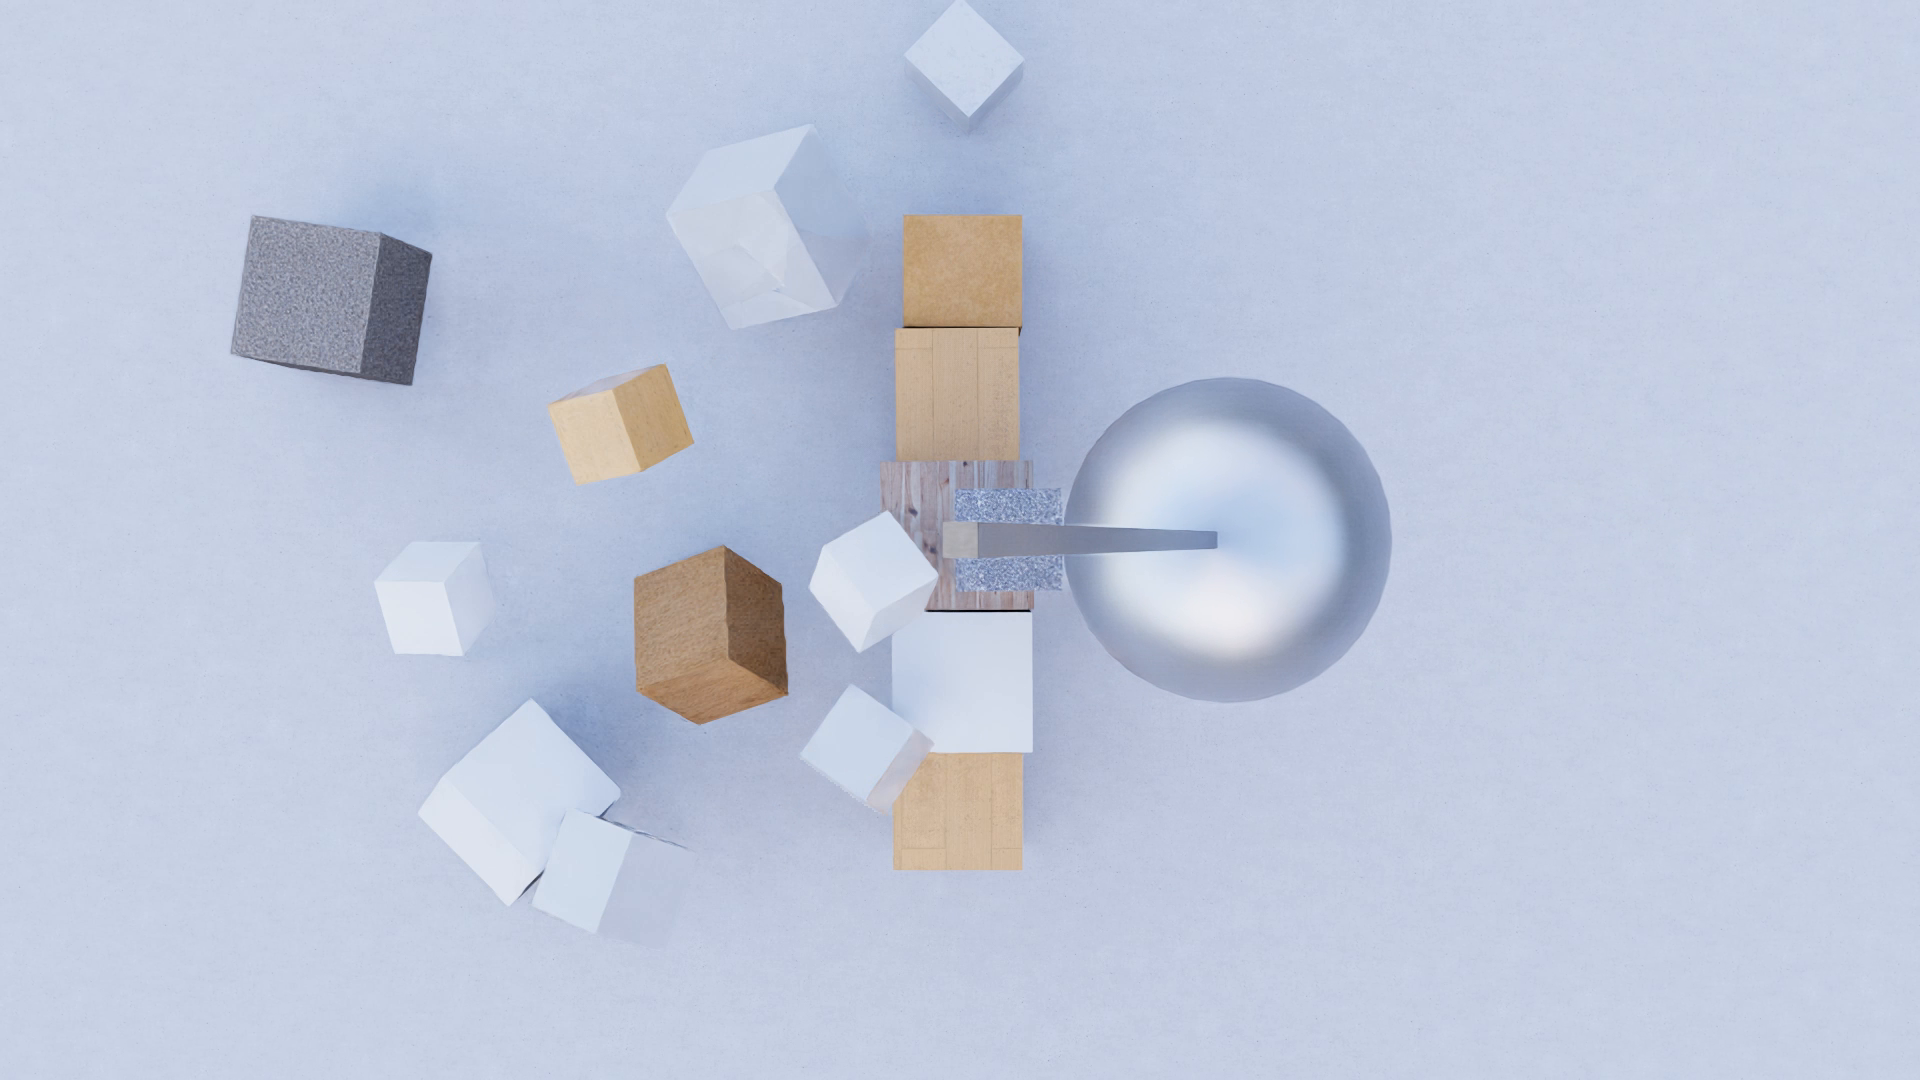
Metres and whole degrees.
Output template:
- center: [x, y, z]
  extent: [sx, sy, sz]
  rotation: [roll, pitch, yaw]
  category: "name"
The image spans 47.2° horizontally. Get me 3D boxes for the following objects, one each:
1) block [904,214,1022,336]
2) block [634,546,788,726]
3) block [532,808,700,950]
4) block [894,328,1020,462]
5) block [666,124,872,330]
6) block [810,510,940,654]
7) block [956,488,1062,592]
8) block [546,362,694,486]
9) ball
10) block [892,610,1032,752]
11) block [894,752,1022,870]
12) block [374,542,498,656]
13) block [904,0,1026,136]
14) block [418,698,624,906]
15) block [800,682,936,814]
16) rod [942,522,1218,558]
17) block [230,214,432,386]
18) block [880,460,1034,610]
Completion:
- center: [0.016, -1.517, 12.696]
  extent: [0.671, 0.608, 0.630]
  rotation: [0, 90, 0]
  category: "block"
- center: [-1.402, 0.543, 12.372]
  extent: [0.616, 0.591, 0.705]
  rotation: [-19, 58, 23]
  category: "block"
- center: [-1.897, 1.868, 12.118]
  extent: [0.525, 0.560, 0.567]
  rotation: [14, 80, 38]
  category: "block"
- center: [-0.015, -0.811, 12.651]
  extent: [0.690, 0.698, 0.748]
  rotation: [-1, 90, 0]
  category: "block"
- center: [-1.062, -1.758, 12.387]
  extent: [0.711, 0.665, 0.795]
  rotation: [-9, 127, 28]
  category: "block"
- center: [-0.463, 0.224, 11.755]
  extent: [0.432, 0.462, 0.463]
  rotation: [-30, 71, -28]
  category: "block"
- center: [0.255, -0.001, 11.846]
  extent: [0.559, 0.539, 0.539]
  rotation: [0, 90, 0]
  category: "block"
- center: [-1.854, -0.633, 12.024]
  extent: [0.485, 0.485, 0.470]
  rotation: [-10, 106, 34]
  category: "block"
- center: [1.302, 0.000, 10.760]
  extent: [1.600, 1.600, 1.600]
  rotation: [0, 90, 0]
  category: "ball"
- center: [0.012, 0.786, 12.558]
  extent: [0.774, 0.883, 0.771]
  rotation: [0, 90, 0]
  category: "block"
- center: [-0.012, 1.505, 12.595]
  extent: [0.717, 0.810, 0.651]
  rotation: [0, 90, 0]
  category: "block"
- center: [-2.912, 0.321, 12.241]
  extent: [0.425, 0.456, 0.464]
  rotation: [0, 119, 16]
  category: "block"
- center: [0.025, -2.734, 12.724]
  extent: [0.511, 0.553, 0.459]
  rotation: [44, 90, 0]
  category: "block"
- center: [-2.505, 1.498, 12.513]
  extent: [0.750, 0.711, 0.683]
  rotation: [46, 55, 0]
  category: "block"
- center: [-0.493, 1.125, 11.844]
  extent: [0.442, 0.444, 0.469]
  rotation: [33, 84, 20]
  category: "block"
- center: [0.564, 0.000, 7.441]
  extent: [0.080, 5.200, 0.080]
  rotation: [0, 90, 13]
  category: "rod"
- center: [-3.579, -1.358, 12.572]
  extent: [0.766, 0.760, 0.787]
  rotation: [9, 90, 8]
  category: "block"
- center: [-0.017, -0.026, 12.558]
  extent: [0.846, 0.885, 0.821]
  rotation: [0, 90, 0]
  category: "block"
